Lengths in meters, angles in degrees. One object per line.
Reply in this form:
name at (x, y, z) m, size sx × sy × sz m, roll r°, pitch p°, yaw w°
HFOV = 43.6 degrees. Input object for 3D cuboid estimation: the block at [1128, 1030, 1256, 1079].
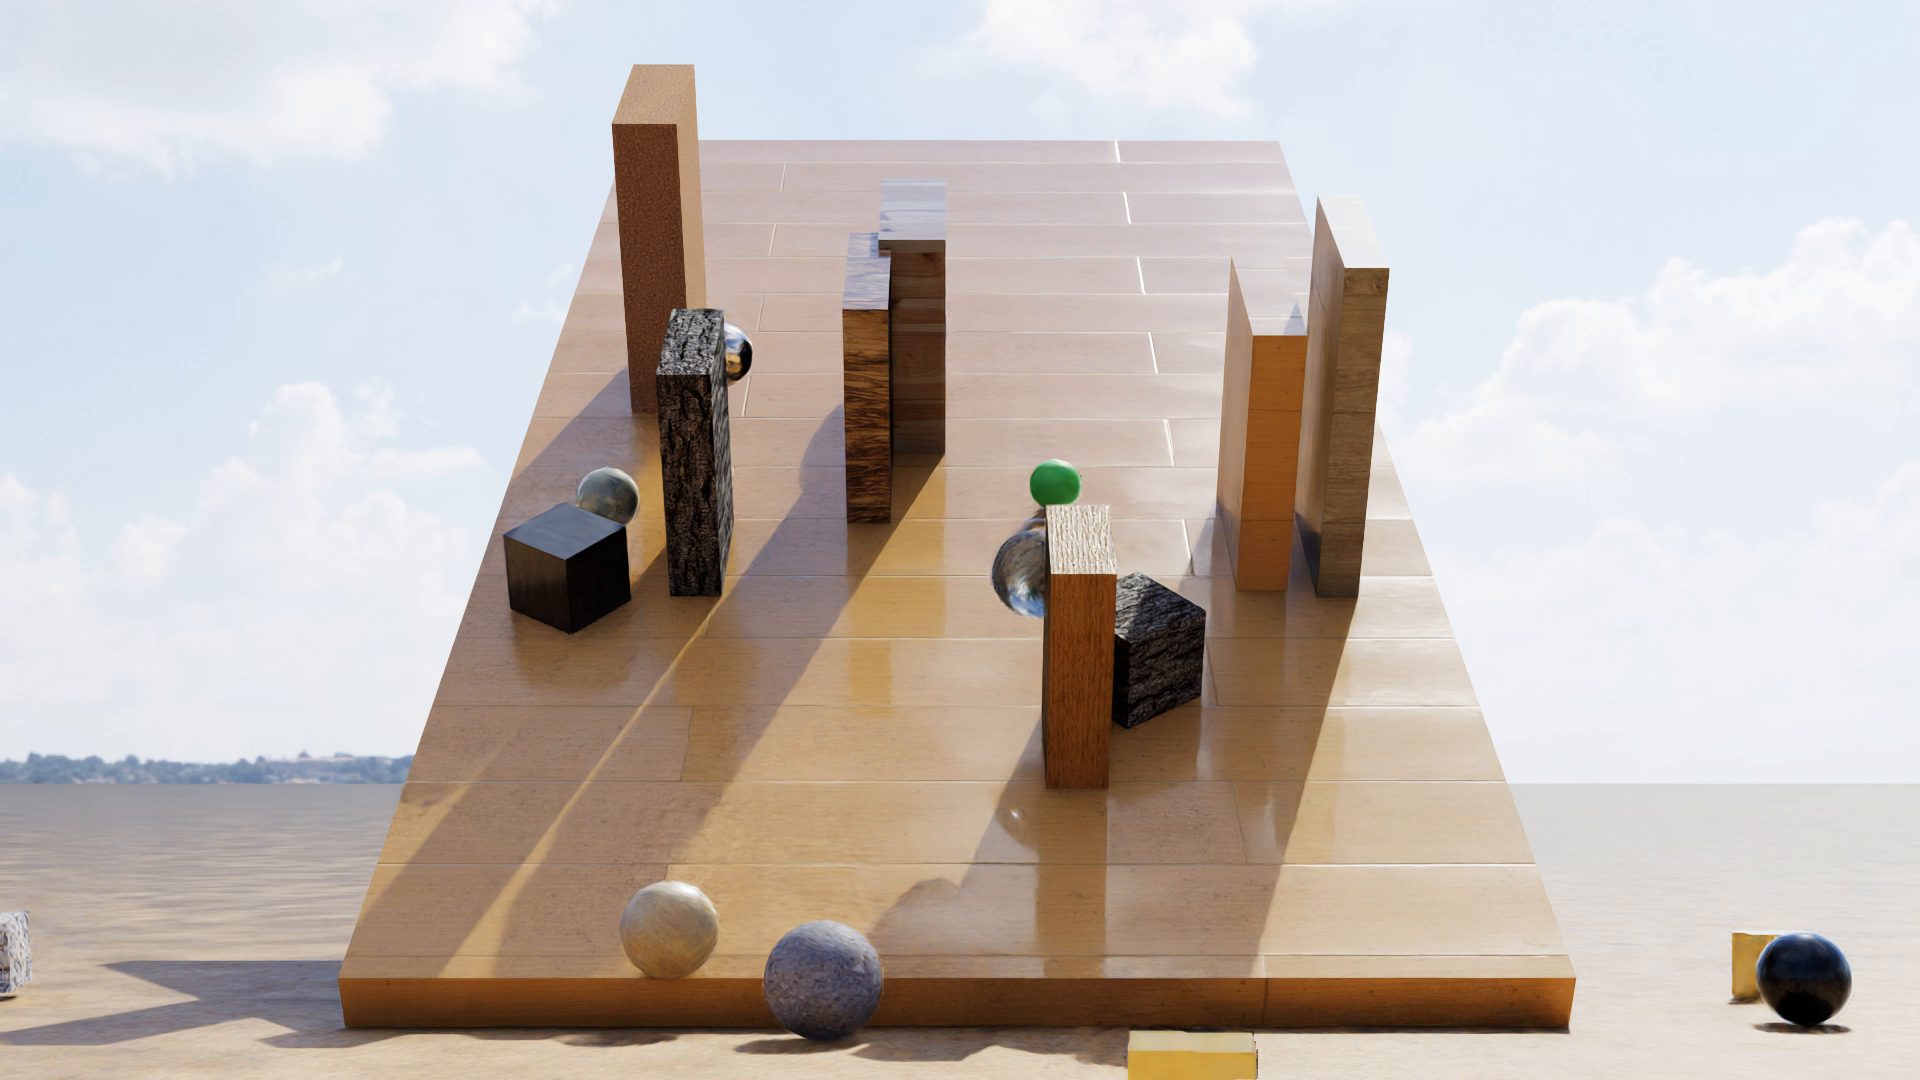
block at (0.238, 0.583, 2.484) m, size 0.128 × 0.128 × 0.128 m, roll 1°, pitch -3°, yaw 5°

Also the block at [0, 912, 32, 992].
block at (-1.799, 0.764, 4.423) m, size 0.127 × 0.127 × 0.127 m, roll -5°, pitch 0°, yaw -5°

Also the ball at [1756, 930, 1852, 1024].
ball at (1.389, 0.721, 3.952) m, size 0.152 × 0.152 × 0.152 m, roll 0°, pitch -6°, yaw 0°

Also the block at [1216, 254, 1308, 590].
block at (0.625, -0.249, 5.013) m, size 0.107 × 0.575 × 0.418 m, roll 0°, pitch 29°, yaw 0°

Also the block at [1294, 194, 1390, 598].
block at (0.777, -0.297, 4.939) m, size 0.086 × 0.731 × 0.396 m, roll 0°, pitch 29°, yaw 0°

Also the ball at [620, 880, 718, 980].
ball at (-0.467, 0.625, 3.856) m, size 0.158 × 0.158 × 0.158 m, roll 0°, pitch -6°, yaw 0°

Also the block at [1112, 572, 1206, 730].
block at (0.330, 0.209, 4.581) m, size 0.190 × 0.190 × 0.190 m, roll -21°, pitch 35°, yaw -33°

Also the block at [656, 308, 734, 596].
block at (-0.543, -0.182, 4.959) m, size 0.107 × 0.502 × 0.322 m, roll 0°, pitch 29°, yaw 0°

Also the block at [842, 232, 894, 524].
block at (-0.199, -0.361, 5.283) m, size 0.094 × 0.504 × 0.429 m, roll 0°, pitch 29°, yaw 0°

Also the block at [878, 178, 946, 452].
block at (-0.107, -0.521, 5.553) m, size 0.147 × 0.523 × 0.378 m, roll 0°, pitch 29°, yaw 0°

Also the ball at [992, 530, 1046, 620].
ball at (0.144, 0.064, 4.508) m, size 0.169 × 0.169 × 0.169 m, roll 0°, pitch -6°, yaw 0°

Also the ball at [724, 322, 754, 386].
ball at (-0.509, -0.393, 5.105) m, size 0.138 × 0.138 × 0.138 m, roll 0°, pitch -6°, yaw 0°

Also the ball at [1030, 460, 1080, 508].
ball at (0.208, -0.121, 5.256) m, size 0.112 × 0.112 × 0.112 m, roll 0°, pitch -6°, yaw 0°

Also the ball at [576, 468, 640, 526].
ball at (-0.746, -0.087, 5.081) m, size 0.133 × 0.133 × 0.133 m, roll 0°, pitch -6°, yaw 0°

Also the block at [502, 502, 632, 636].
block at (-0.795, 0.056, 4.866) m, size 0.173 × 0.173 × 0.173 m, roll 20°, pitch 34°, yaw 31°

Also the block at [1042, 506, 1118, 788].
block at (0.212, 0.194, 4.341) m, size 0.113 × 0.448 × 0.250 m, roll 0°, pitch 29°, yaw 0°

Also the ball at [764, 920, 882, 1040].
ball at (-0.212, 0.682, 3.715) m, size 0.184 × 0.184 × 0.184 m, roll 0°, pitch -6°, yaw 0°

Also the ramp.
ramp at (-0.012, -0.217, 5.649) m, size 2.000 × 0.100 × 4.000 m, roll 0°, pitch 29°, yaw 0°

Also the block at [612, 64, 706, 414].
block at (-0.706, -0.717, 5.704) m, size 0.145 × 0.716 × 0.428 m, roll 0°, pitch 29°, yaw 0°

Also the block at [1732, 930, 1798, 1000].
block at (1.496, 0.784, 4.431) m, size 0.120 × 0.120 × 0.120 m, roll -3°, pitch -6°, yaw 25°
